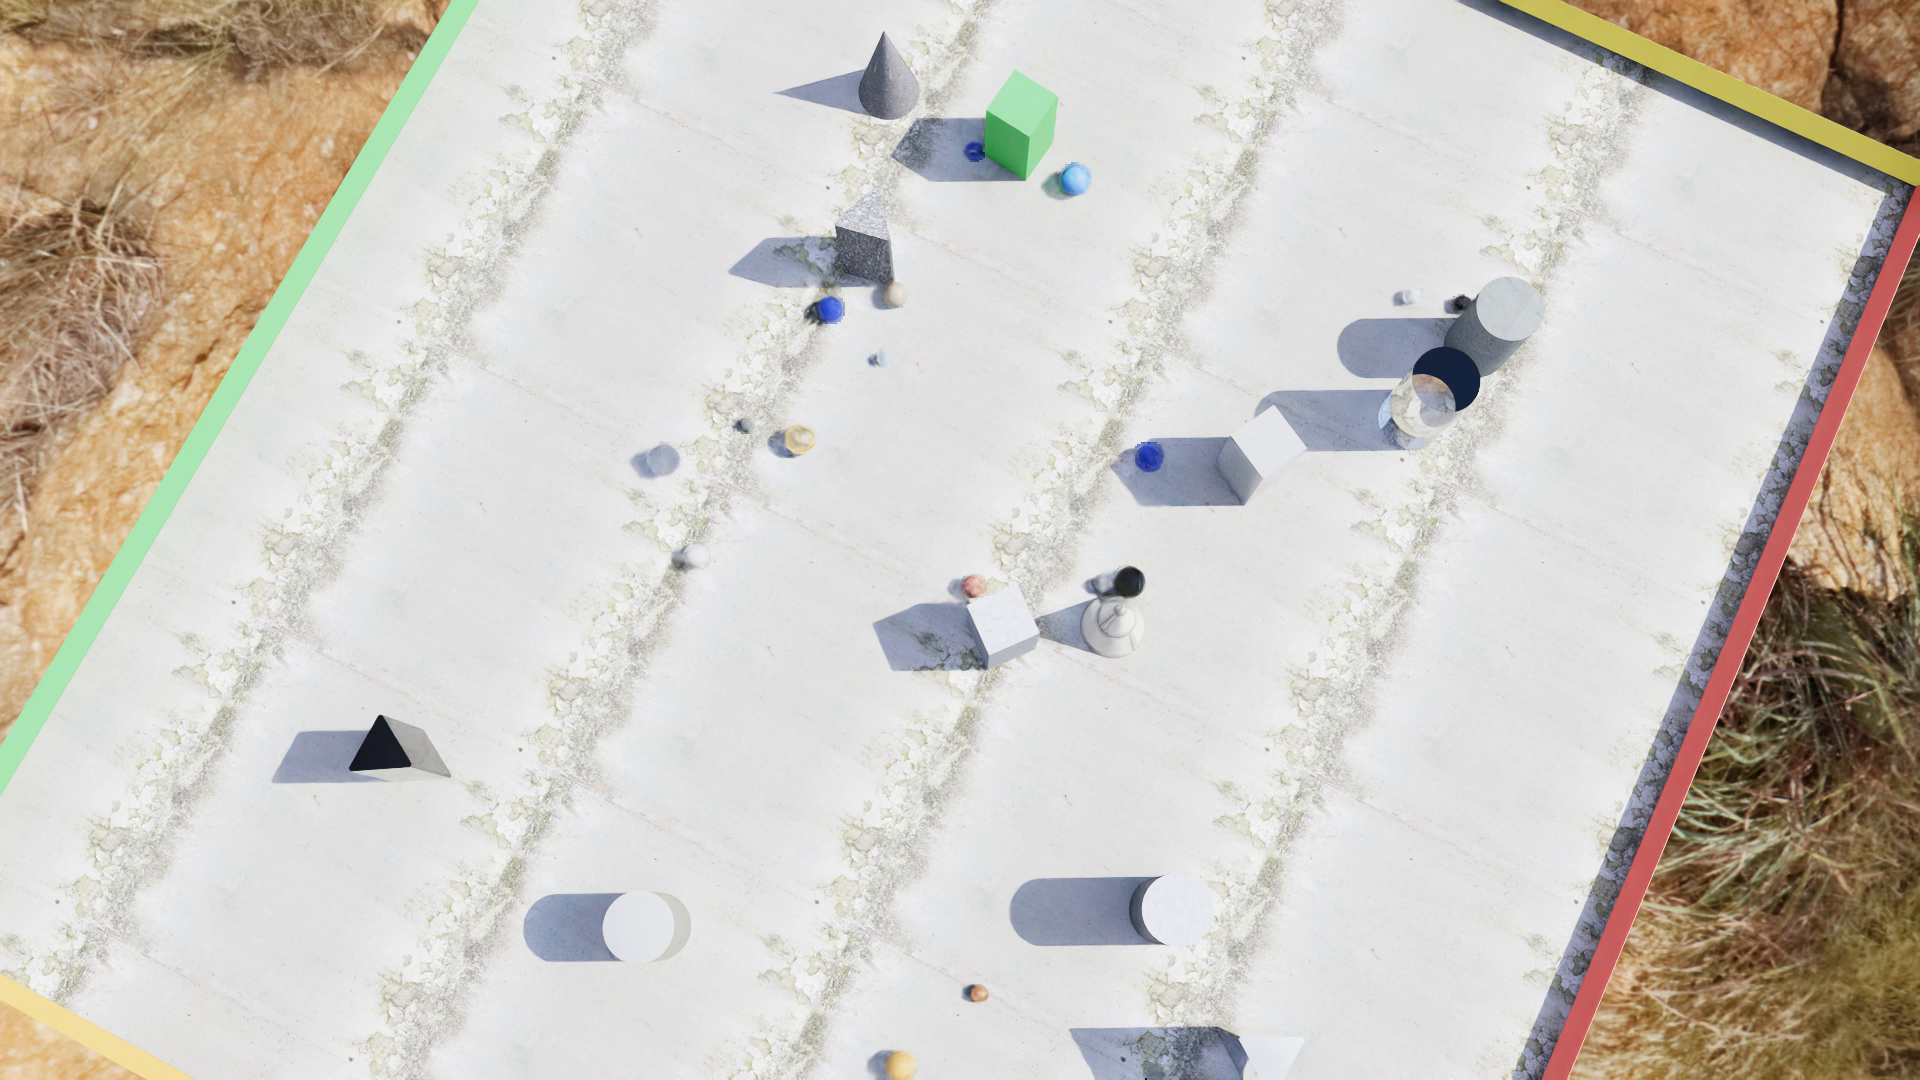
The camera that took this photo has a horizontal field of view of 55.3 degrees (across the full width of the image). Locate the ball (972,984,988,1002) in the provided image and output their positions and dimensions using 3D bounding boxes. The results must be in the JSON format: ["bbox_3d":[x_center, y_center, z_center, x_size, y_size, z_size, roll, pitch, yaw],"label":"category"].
[{"bbox_3d":[0.058,1.317,5.318,0.051,0.051,0.051,0,78,0],"label":"ball"}]

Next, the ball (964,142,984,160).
[{"bbox_3d":[0.045,-1.241,5.839,0.060,0.060,0.060,0,78,0],"label":"ball"}]

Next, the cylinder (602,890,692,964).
[{"bbox_3d":[-0.887,1.102,5.220,0.198,0.330,0.198,0,78,0],"label":"cylinder"}]

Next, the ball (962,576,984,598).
[{"bbox_3d":[0.040,0.142,5.552,0.070,0.070,0.070,0,78,0],"label":"ball"}]

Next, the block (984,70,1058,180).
[{"bbox_3d":[0.188,-1.288,5.710,0.158,0.338,0.158,33,80,6],"label":"block"}]

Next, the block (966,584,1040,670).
[{"bbox_3d":[0.123,0.259,5.400,0.158,0.320,0.158,-23,79,-5],"label":"block"}]

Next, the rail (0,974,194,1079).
[{"bbox_3d":[-1.073,2.108,5.114,4.465,0.129,0.045,26,80,5],"label":"rail"}]

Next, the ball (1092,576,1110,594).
[{"bbox_3d":[0.429,0.136,5.562,0.051,0.051,0.051,0,78,0],"label":"ball"}]

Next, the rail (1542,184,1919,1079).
[{"bbox_3d":[1.975,0.974,5.348,0.045,0.129,4.844,26,80,5],"label":"rail"}]

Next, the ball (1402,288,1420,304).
[{"bbox_3d":[1.416,-0.764,5.748,0.053,0.053,0.053,0,78,0],"label":"ball"}]

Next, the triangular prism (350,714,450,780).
[{"bbox_3d":[-1.610,0.599,5.286,0.171,0.404,0.148,-4,78,-1],"label":"triangular prism"}]

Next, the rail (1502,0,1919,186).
[{"bbox_3d":[1.073,-2.094,5.983,4.465,0.129,0.045,26,80,5],"label":"rail"}]

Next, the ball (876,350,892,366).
[{"bbox_3d":[-0.237,-0.567,5.710,0.047,0.047,0.047,0,78,0],"label":"ball"}]

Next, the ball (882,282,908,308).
[{"bbox_3d":[-0.201,-0.769,5.735,0.080,0.080,0.080,0,78,0],"label":"ball"}]

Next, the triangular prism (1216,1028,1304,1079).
[{"bbox_3d":[0.805,1.406,5.086,0.148,0.469,0.171,31,80,6],"label":"triangular prism"}]

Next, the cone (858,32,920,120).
[{"bbox_3d":[-0.229,-1.490,5.711,0.198,0.419,0.198,0,78,0],"label":"cone"}]

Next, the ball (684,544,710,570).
[{"bbox_3d":[-0.801,0.049,5.566,0.079,0.079,0.079,0,78,0],"label":"ball"}]

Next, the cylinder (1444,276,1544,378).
[{"bbox_3d":[1.615,-0.642,5.559,0.198,0.372,0.198,0,78,0],"label":"cylinder"}]

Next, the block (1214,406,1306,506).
[{"bbox_3d":[0.895,-0.249,5.486,0.158,0.357,0.158,-34,80,-7],"label":"block"}]

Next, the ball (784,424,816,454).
[{"bbox_3d":[-0.491,-0.309,5.632,0.095,0.095,0.095,0,78,0],"label":"ball"}]

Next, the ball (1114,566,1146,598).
[{"bbox_3d":[0.514,0.128,5.538,0.098,0.098,0.098,0,78,0],"label":"ball"}]

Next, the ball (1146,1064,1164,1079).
[{"bbox_3d":[0.561,1.535,5.272,0.053,0.053,0.053,0,78,0],"label":"ball"}]

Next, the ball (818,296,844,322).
[{"bbox_3d":[-0.405,-0.722,5.725,0.081,0.081,0.081,0,78,0],"label":"ball"}]

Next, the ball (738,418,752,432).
[{"bbox_3d":[-0.663,-0.357,5.668,0.043,0.043,0.043,0,78,0],"label":"ball"}]

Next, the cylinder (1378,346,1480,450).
[{"bbox_3d":[1.399,-0.418,5.483,0.198,0.431,0.198,0,78,0],"label":"cylinder"}]

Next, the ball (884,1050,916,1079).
[{"bbox_3d":[-0.172,1.511,5.260,0.087,0.087,0.087,0,78,0],"label":"ball"}]

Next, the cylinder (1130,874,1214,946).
[{"bbox_3d":[0.596,1.050,5.199,0.198,0.392,0.198,0,78,0],"label":"cylinder"}]

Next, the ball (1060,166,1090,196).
[{"bbox_3d":[0.365,-1.139,5.804,0.095,0.095,0.095,0,78,0],"label":"ball"}]

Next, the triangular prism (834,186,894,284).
[{"bbox_3d":[-0.268,-0.936,5.604,0.171,0.404,0.148,17,79,3],"label":"triangular prism"}]

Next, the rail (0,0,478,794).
[{"bbox_3d":[-1.975,-0.960,5.749,0.045,0.129,4.844,26,80,5],"label":"rail"}]

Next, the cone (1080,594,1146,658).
[{"bbox_3d":[0.463,0.226,5.390,0.198,0.353,0.198,0,78,0],"label":"cone"}]

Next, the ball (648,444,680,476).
[{"bbox_3d":[-0.907,-0.244,5.617,0.099,0.099,0.099,0,78,0],"label":"ball"}]

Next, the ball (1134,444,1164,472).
[{"bbox_3d":[0.580,-0.251,5.623,0.089,0.089,0.089,0,78,0],"label":"ball"}]

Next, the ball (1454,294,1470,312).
[{"bbox_3d":[1.575,-0.741,5.743,0.053,0.053,0.053,0,78,0],"label":"ball"}]
